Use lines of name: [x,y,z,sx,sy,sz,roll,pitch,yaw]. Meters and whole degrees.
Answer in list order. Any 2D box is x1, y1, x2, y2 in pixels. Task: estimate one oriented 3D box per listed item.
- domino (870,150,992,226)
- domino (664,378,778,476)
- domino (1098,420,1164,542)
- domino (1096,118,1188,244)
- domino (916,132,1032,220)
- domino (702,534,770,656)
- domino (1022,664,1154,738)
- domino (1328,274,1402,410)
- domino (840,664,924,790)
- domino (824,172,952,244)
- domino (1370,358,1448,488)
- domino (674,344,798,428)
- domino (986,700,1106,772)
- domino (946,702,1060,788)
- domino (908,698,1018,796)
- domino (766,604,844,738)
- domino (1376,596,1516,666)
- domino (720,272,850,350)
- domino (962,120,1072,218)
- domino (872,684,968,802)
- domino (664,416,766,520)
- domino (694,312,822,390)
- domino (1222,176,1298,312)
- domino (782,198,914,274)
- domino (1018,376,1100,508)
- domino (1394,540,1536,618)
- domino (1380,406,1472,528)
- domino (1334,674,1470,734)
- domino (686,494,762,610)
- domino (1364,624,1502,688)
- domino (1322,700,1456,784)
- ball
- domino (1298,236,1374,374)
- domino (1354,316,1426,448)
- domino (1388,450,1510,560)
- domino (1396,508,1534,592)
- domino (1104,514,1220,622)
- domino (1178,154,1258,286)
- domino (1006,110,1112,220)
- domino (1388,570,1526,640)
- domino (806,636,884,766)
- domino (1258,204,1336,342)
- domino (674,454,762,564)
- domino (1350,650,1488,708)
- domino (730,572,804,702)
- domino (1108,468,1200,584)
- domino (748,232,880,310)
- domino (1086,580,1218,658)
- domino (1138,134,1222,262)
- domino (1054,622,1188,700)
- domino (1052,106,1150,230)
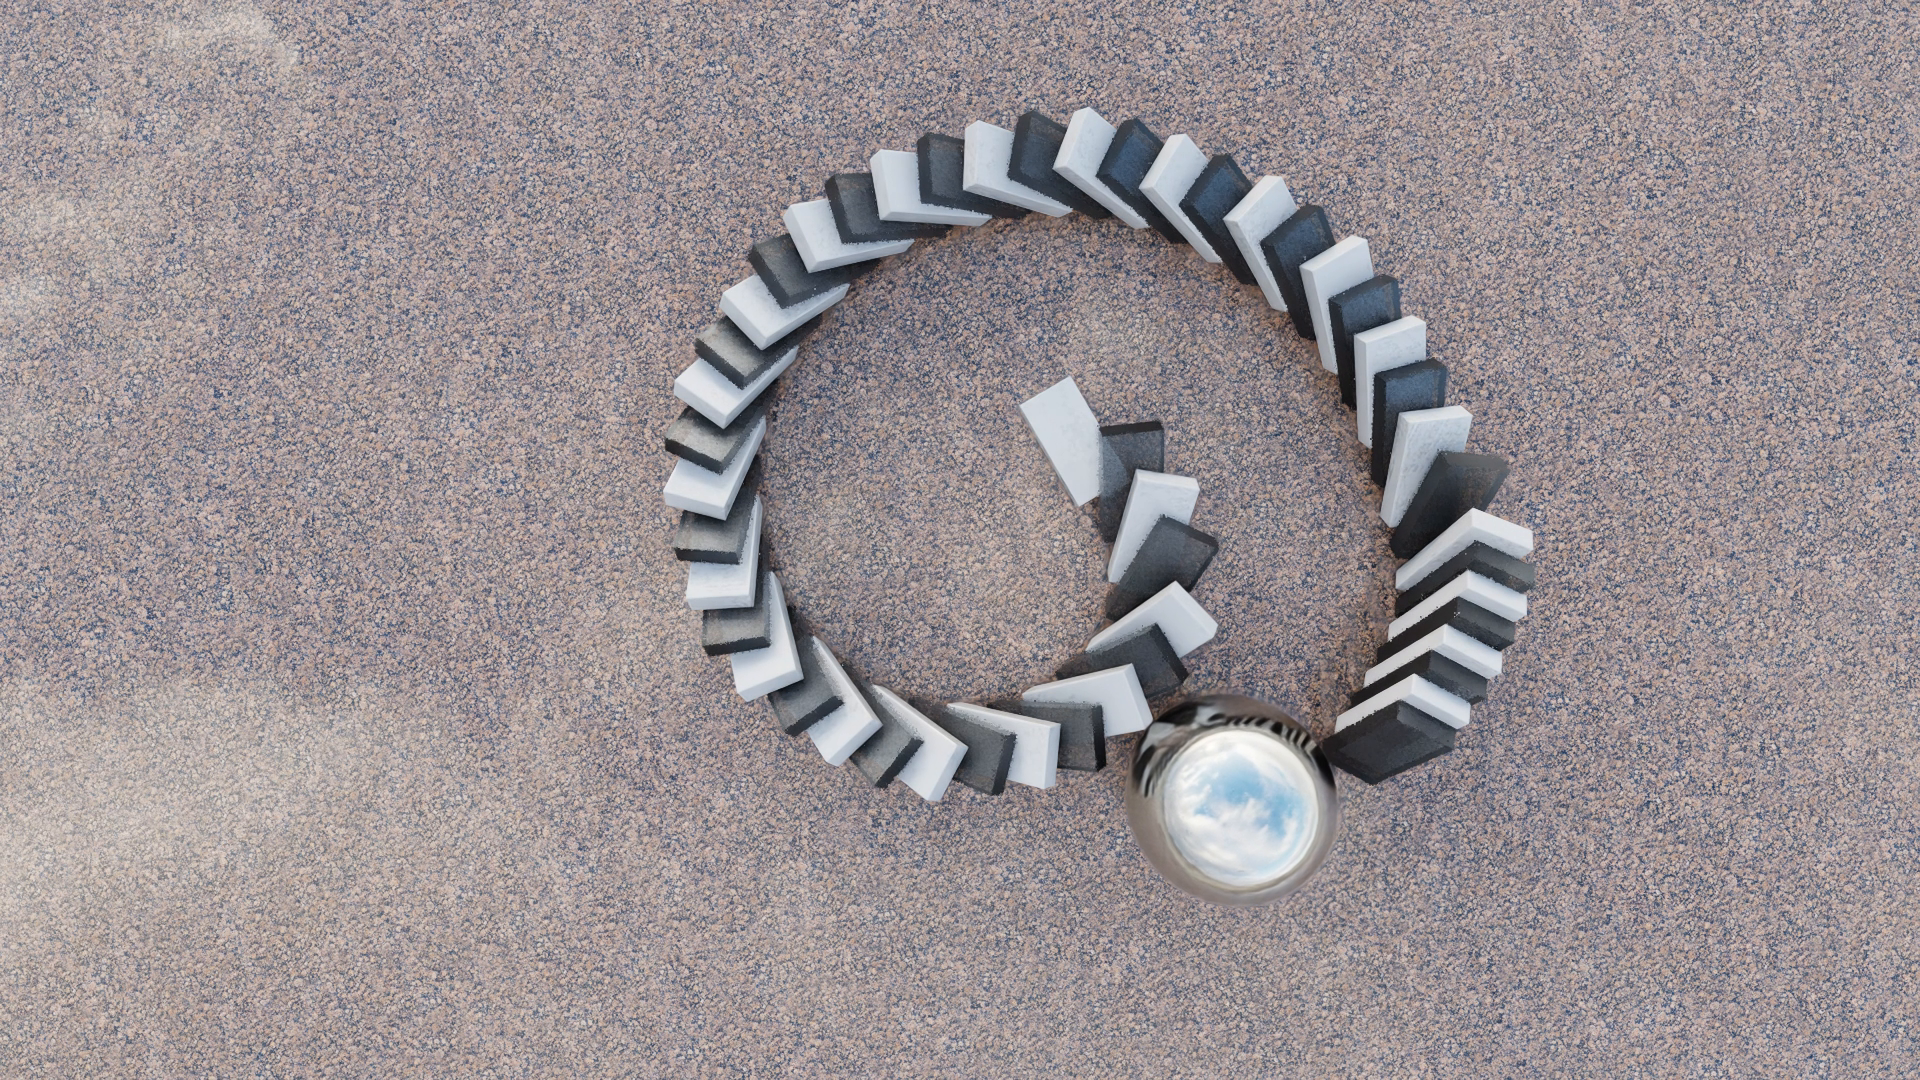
domino: [-0.011,-0.146,0.382,0.050,0.009,0.025,-10,90,-33]
domino: [-0.099,-0.053,0.382,0.025,0.010,0.050,24,56,0]
domino: [0.072,-0.024,0.383,0.025,0.010,0.050,-7,121,0]
domino: [0.081,-0.149,0.382,0.050,0.009,0.025,26,90,-33]
domino: [0.007,-0.151,0.382,0.050,0.009,0.025,-3,90,-33]
domino: [-0.093,0.022,0.382,0.025,0.010,0.050,-9,56,0]
domino: [0.052,0.070,0.382,0.050,0.009,0.025,-20,90,36]
domino: [0.171,-0.082,0.382,0.025,0.009,0.050,-25,123,0]
domino: [-0.040,0.077,0.382,0.050,0.009,0.025,39,90,35]
domino: [-0.029,-0.139,0.382,0.050,0.009,0.025,-17,90,-34]
domino: [0.187,-0.048,0.383,0.025,0.009,0.050,-15,123,0]
domino: [-0.093,-0.071,0.382,0.025,0.010,0.050,35,56,0]
domino: [0.035,0.081,0.382,0.050,0.009,0.025,-4,90,35]
domino: [0.017,0.085,0.382,0.050,0.010,0.025,5,90,34]
domino: [-0.002,0.085,0.382,0.050,0.010,0.025,14,90,34]
domino: [-0.070,0.054,0.382,0.025,0.009,0.050,-34,55,0]
domino: [0.198,0.043,0.377,0.025,0.050,0.009,25,56,-1]
domino: [-0.072,-0.102,0.382,0.025,0.009,0.050,46,57,0]
domino: [0.025,-0.154,0.382,0.050,0.010,0.025,2,90,-33]
domino: [-0.023,0.084,0.382,0.050,0.010,0.025,29,90,35]
domino: [-0.101,-0.034,0.382,0.025,0.010,0.050,15,56,0]
domino: [-0.083,-0.087,0.382,0.025,0.009,0.050,39,56,0]
domino: [0.132,-0.123,0.382,0.025,0.009,0.050,-45,123,0]
domino: [-0.046,-0.130,0.382,0.050,0.009,0.025,-25,90,-34]
domino: [0.049,-0.042,0.395,0.025,0.010,0.050,-31,90,0]
domino: [0.206,0.022,0.377,0.025,0.050,0.009,24,56,0]
domino: [0.194,-0.030,0.382,0.025,0.010,0.050,-7,124,0]
domino: [0.181,0.074,0.377,0.025,0.050,0.009,28,56,0]
domino: [-0.098,0.005,0.382,0.025,0.009,0.050,-3,56,0]
domino: [0.193,0.054,0.377,0.025,0.050,0.010,28,56,0]
domino: [0.175,0.084,0.377,0.025,0.050,0.009,28,56,0]
ball: [0.106,0.101,0.360,0.080,0.080,0.080,0,90,0]
domino: [0.160,-0.097,0.382,0.025,0.009,0.050,-30,123,0]
domino: [0.180,-0.065,0.383,0.025,0.010,0.050,-19,123,0]
domino: [0.201,-0.013,0.379,0.025,0.009,0.050,5,132,-4]
domino: [0.206,0.009,0.377,0.025,0.050,0.010,21,56,0]
domino: [0.083,0.016,0.382,0.025,0.009,0.050,23,120,-6]
domino: [0.115,-0.133,0.382,0.050,0.010,0.025,36,90,-33]
domino: [0.044,-0.155,0.382,0.050,0.010,0.025,11,90,-34]
domino: [0.203,0.033,0.377,0.025,0.050,0.009,24,56,0]
domino: [-0.056,0.066,0.382,0.025,0.010,0.050,-43,56,0]
domino: [0.146,-0.111,0.382,0.025,0.010,0.050,-40,124,0]
domino: [-0.100,-0.014,0.382,0.025,0.009,0.050,4,56,0]
domino: [0.187,0.064,0.377,0.025,0.050,0.009,28,56,0]
domino: [-0.083,0.039,0.382,0.025,0.010,0.050,-22,55,0]
domino: [0.080,-0.004,0.383,0.025,0.010,0.050,9,121,-1]
domino: [-0.060,-0.117,0.382,0.050,0.010,0.025,-34,90,-34]
domino: [0.079,0.041,0.381,0.025,0.010,0.050,46,127,-2]
domino: [0.099,-0.142,0.382,0.050,0.010,0.025,32,90,-33]
domino: [0.066,0.056,0.381,0.050,0.009,0.025,-32,91,36]
domino: [0.064,-0.154,0.382,0.050,0.010,0.025,21,90,-33]
